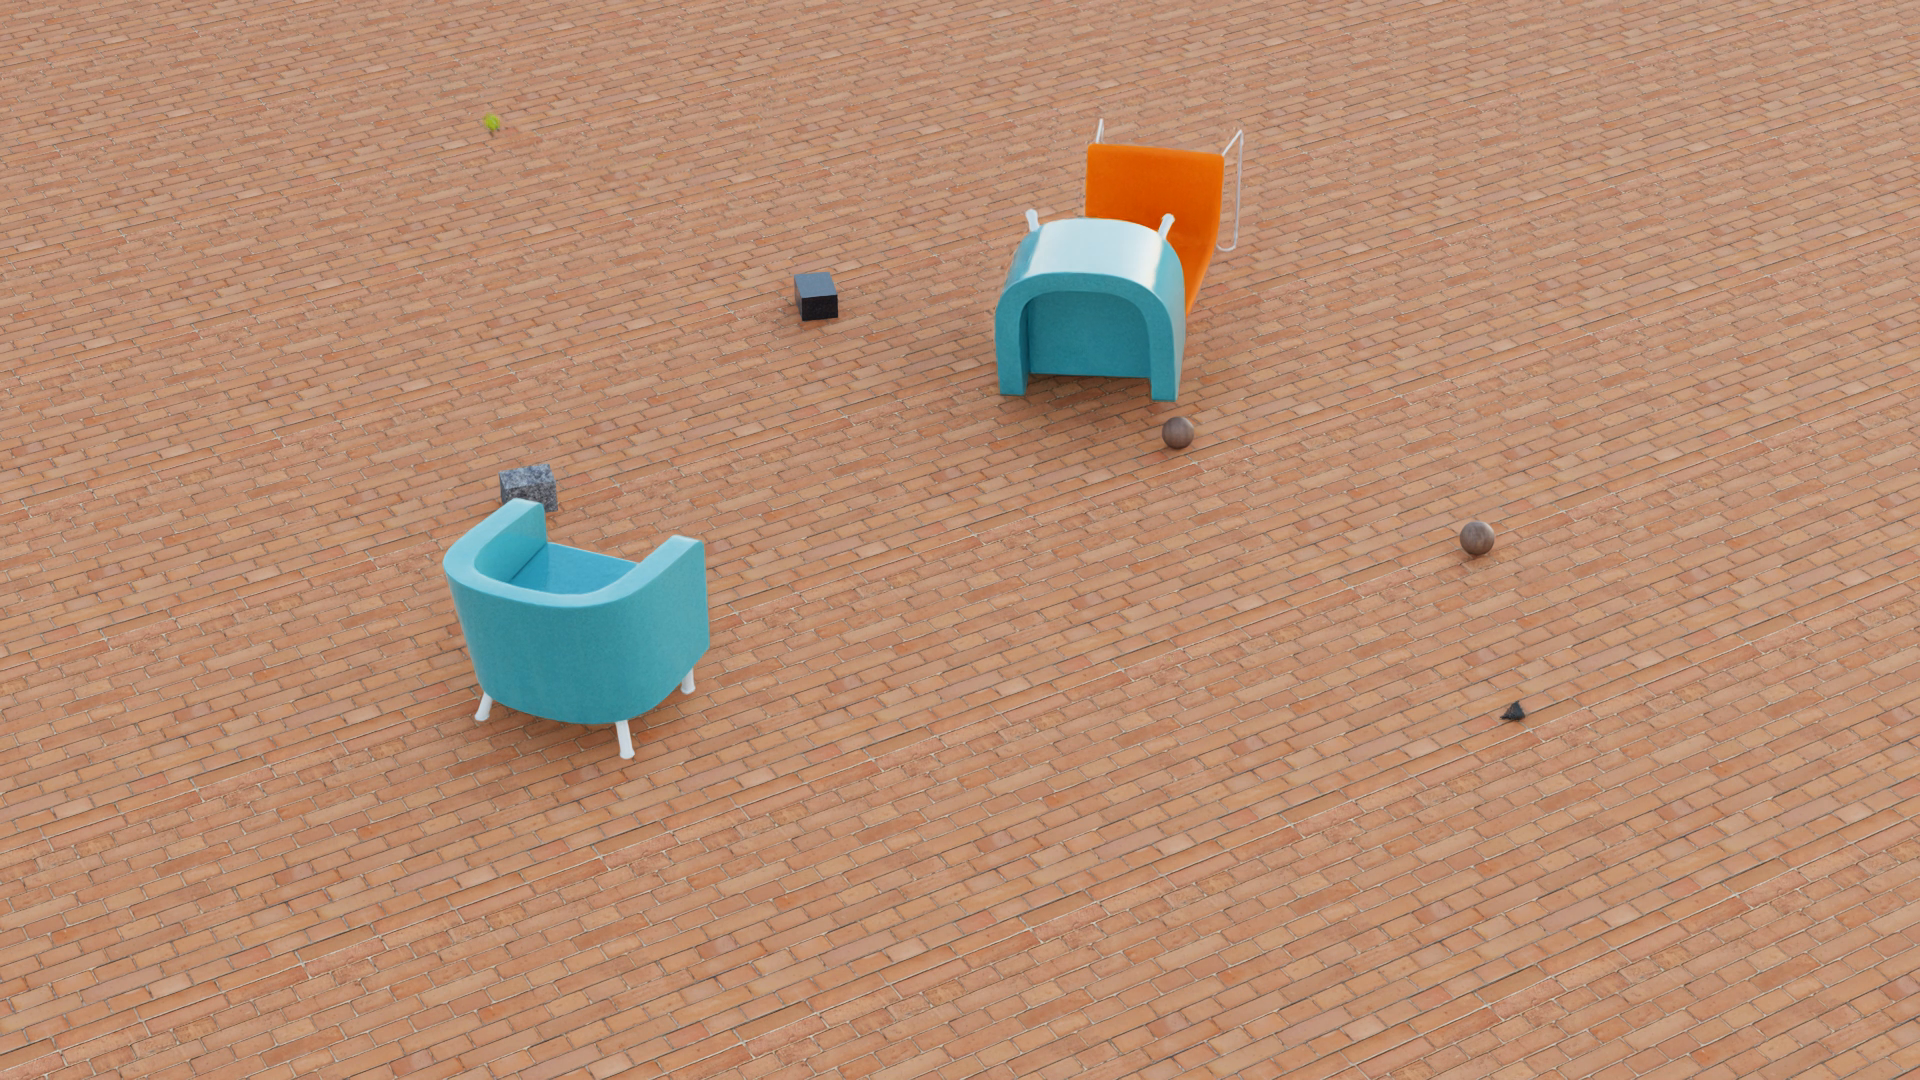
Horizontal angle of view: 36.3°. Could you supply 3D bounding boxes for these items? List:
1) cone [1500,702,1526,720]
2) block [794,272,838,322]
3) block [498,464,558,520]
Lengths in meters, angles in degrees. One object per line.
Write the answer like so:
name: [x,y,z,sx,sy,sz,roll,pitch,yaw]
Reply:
cone: [1.878,0.596,10.017,0.080,0.053,0.079,-25,36,-3]
block: [-0.610,-1.032,12.409,0.153,0.111,0.209,-7,34,-10]
block: [-1.634,-0.185,11.102,0.192,0.135,0.132,-10,35,-15]
